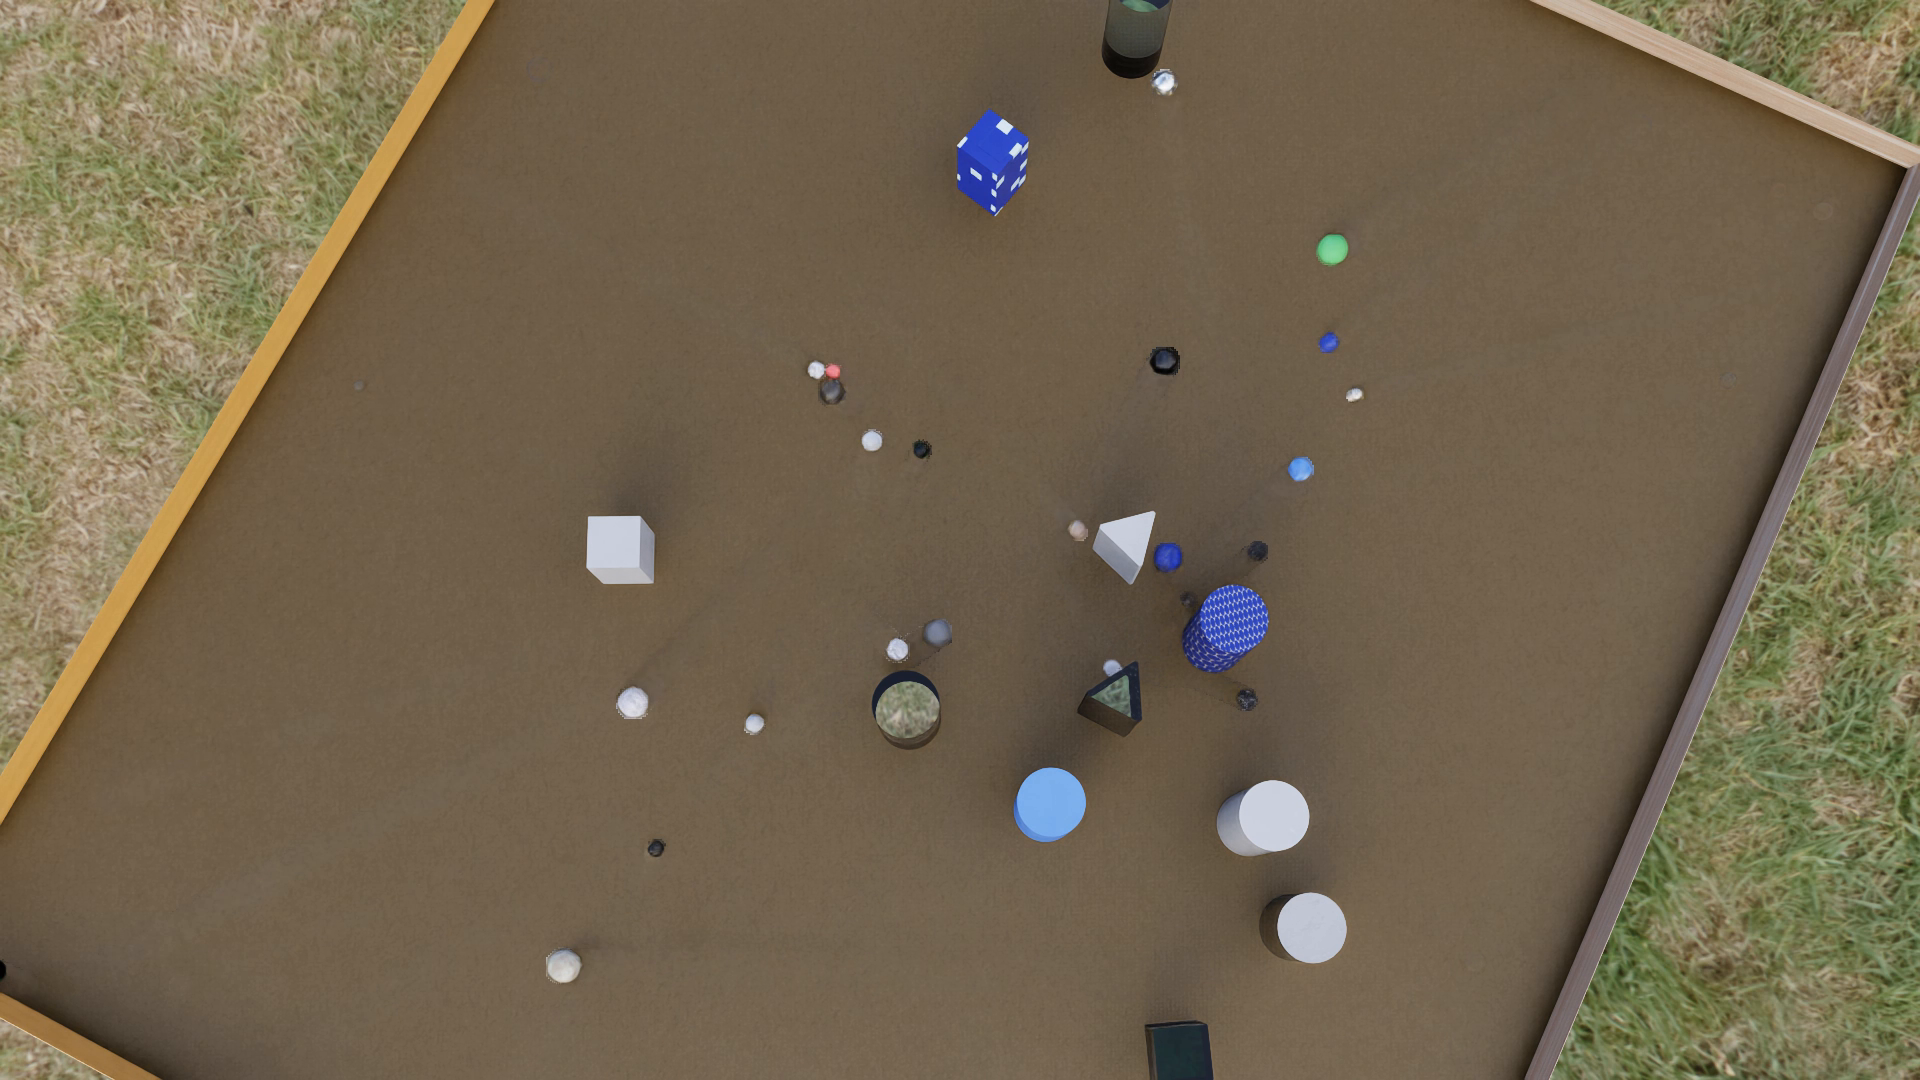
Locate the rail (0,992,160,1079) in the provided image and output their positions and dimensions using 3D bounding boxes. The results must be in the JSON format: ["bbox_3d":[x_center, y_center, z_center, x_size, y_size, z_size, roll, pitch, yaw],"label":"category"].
[{"bbox_3d":[-1.093,2.147,5.108,4.377,0.124,0.045,26,80,5],"label":"rail"}]

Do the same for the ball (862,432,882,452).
[{"bbox_3d":[-0.271,-0.304,5.647,0.063,0.063,0.063,0,78,0],"label":"ball"}]

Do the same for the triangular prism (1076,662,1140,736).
[{"bbox_3d":[0.457,0.445,5.293,0.166,0.453,0.144,27,80,5],"label":"triangular prism"}]

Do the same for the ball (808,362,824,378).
[{"bbox_3d":[-0.446,-0.529,5.699,0.052,0.052,0.052,0,78,0],"label":"ball"}]

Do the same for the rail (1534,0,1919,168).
[{"bbox_3d":[1.093,-2.134,5.993,4.377,0.124,0.045,26,80,5],"label":"rail"}]

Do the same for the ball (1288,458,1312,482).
[{"bbox_3d":[1.043,-0.216,5.625,0.071,0.071,0.071,0,78,0],"label":"ball"}]

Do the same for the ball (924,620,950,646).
[{"bbox_3d":[-0.068,0.282,5.517,0.080,0.080,0.080,0,78,0],"label":"ball"}]

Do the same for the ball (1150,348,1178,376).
[{"bbox_3d":[0.633,-0.553,5.687,0.086,0.086,0.086,0,78,0],"label":"ball"}]

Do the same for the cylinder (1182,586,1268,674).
[{"bbox_3d":[0.768,0.264,5.339,0.191,0.437,0.191,0,78,0],"label":"cylinder"}]

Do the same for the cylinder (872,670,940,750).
[{"bbox_3d":[-0.152,0.498,5.329,0.191,0.361,0.191,0,78,0],"label":"cylinder"}]

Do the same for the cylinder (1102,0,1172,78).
[{"bbox_3d":[0.555,-1.630,5.726,0.191,0.446,0.191,0,78,0],"label":"cylinder"}]

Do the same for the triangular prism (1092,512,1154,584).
[{"bbox_3d":[0.515,-0.002,5.462,0.144,0.303,0.166,-44,82,-8],"label":"triangular prism"}]

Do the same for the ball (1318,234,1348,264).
[{"bbox_3d":[1.172,-0.915,5.758,0.094,0.094,0.094,0,78,0],"label":"ball"}]

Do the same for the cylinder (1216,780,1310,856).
[{"bbox_3d":[0.858,0.798,5.222,0.191,0.450,0.191,0,78,0],"label":"cylinder"}]

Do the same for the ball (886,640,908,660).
[{"bbox_3d":[-0.189,0.330,5.516,0.063,0.063,0.063,0,78,0],"label":"ball"}]

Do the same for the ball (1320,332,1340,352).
[{"bbox_3d":[1.153,-0.617,5.715,0.058,0.058,0.058,0,78,0],"label":"ball"}]

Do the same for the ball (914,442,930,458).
[{"bbox_3d":[-0.119,-0.278,5.648,0.051,0.051,0.051,0,78,0],"label":"ball"}]

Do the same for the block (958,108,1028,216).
[{"bbox_3d":[0.100,-1.168,5.690,0.153,0.330,0.153,38,81,7],"label":"block"}]

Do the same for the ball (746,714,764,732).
[{"bbox_3d":[-0.613,0.546,5.475,0.056,0.056,0.056,0,78,0],"label":"ball"}]

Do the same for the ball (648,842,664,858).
[{"bbox_3d":[-0.896,0.912,5.404,0.047,0.047,0.047,0,78,0],"label":"ball"}]

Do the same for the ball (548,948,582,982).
[{"bbox_3d":[-1.148,1.234,5.312,0.096,0.096,0.096,0,78,0],"label":"ball"}]

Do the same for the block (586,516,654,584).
[{"bbox_3d":[-1.011,0.032,5.477,0.153,0.260,0.153,-1,78,0],"label":"block"}]

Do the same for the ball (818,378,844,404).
[{"bbox_3d":[-0.396,-0.459,5.670,0.081,0.081,0.081,0,78,0],"label":"ball"}]

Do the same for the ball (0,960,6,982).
[{"bbox_3d":[-2.810,1.253,5.319,0.075,0.075,0.075,0,78,0],"label":"ball"}]

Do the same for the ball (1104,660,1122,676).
[{"bbox_3d":[0.460,0.387,5.511,0.050,0.050,0.050,0,78,0],"label":"ball"}]

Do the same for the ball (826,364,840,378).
[{"bbox_3d":[-0.395,-0.524,5.702,0.045,0.045,0.045,0,78,0],"label":"ball"}]

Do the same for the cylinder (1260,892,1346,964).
[{"bbox_3d":[0.974,1.105,5.226,0.191,0.318,0.191,0,78,0],"label":"cylinder"}]

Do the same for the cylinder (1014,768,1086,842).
[{"bbox_3d":[0.255,0.766,5.276,0.191,0.357,0.191,0,78,0],"label":"cylinder"}]

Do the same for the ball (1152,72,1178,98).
[{"bbox_3d":[0.657,-1.462,5.878,0.081,0.081,0.081,0,78,0],"label":"ball"}]

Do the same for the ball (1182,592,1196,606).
[{"bbox_3d":[0.695,0.181,5.558,0.041,0.041,0.041,0,78,0],"label":"ball"}]

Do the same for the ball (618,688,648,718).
[{"bbox_3d":[-0.975,0.484,5.470,0.090,0.090,0.090,0,78,0],"label":"ball"}]

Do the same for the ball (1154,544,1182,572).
[{"bbox_3d":[0.631,0.056,5.561,0.087,0.087,0.087,0,78,0],"label":"ball"}]

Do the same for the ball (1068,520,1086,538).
[{"bbox_3d":[0.359,-0.032,5.595,0.055,0.055,0.055,0,78,0],"label":"ball"}]

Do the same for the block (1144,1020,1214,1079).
[{"bbox_3d":[0.619,1.452,5.193,0.153,0.240,0.153,-5,78,-1],"label":"block"}]

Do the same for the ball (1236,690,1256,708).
[{"bbox_3d":[0.856,0.476,5.489,0.057,0.057,0.057,0,78,0],"label":"ball"}]

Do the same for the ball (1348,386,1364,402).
[{"bbox_3d":[1.229,-0.451,5.685,0.048,0.048,0.048,0,78,0],"label":"ball"}]

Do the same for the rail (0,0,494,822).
[{"bbox_3d":[-1.936,-0.941,5.747,0.045,0.124,4.934,26,80,5],"label":"rail"}]

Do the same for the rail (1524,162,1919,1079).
[{"bbox_3d":[1.936,0.955,5.354,0.045,0.124,4.934,26,80,5],"label":"rail"}]

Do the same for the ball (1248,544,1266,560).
[{"bbox_3d":[0.905,0.036,5.582,0.054,0.054,0.054,0,78,0],"label":"ball"}]
